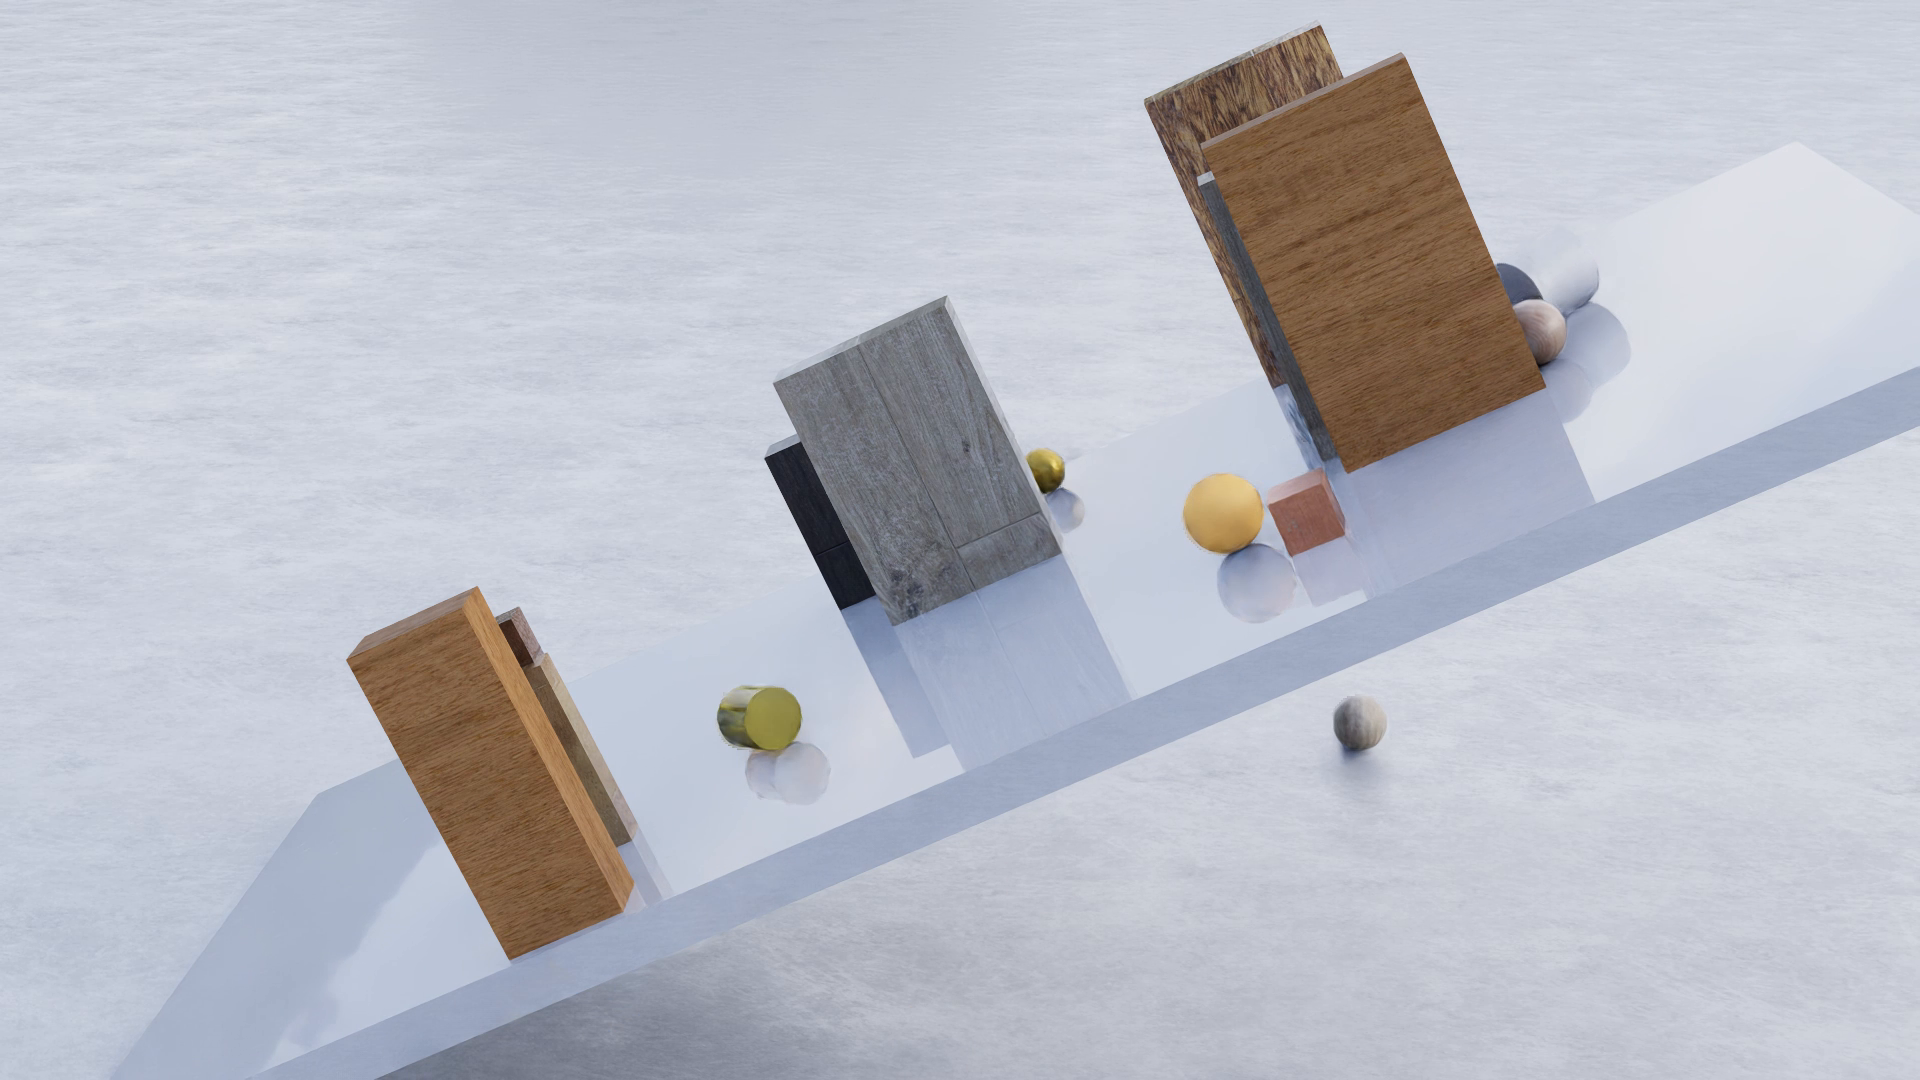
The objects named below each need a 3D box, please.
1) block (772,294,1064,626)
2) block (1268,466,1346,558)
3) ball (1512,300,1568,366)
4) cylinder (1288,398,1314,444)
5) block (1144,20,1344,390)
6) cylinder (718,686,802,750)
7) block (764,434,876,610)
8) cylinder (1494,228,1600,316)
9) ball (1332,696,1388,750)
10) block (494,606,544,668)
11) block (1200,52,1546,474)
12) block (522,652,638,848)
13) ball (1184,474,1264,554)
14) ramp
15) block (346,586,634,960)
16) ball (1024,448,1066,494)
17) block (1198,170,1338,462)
[{"bbox_3d":[-0.088,-0.172,6.462,0.412,0.606,0.122,-24,13,9],"label":"block"},{"bbox_3d":[0.668,-0.055,5.675,0.113,0.113,0.113,-23,13,13],"label":"block"},{"bbox_3d":[1.189,-0.431,6.102,0.138,0.138,0.138,0,16,0],"label":"ball"},{"bbox_3d":[0.785,-0.283,6.347,0.111,0.111,0.111,-32,24,-12],"label":"cylinder"},{"bbox_3d":[0.786,-0.784,6.907,0.442,0.738,0.120,-24,13,9],"label":"block"},{"bbox_3d":[-0.411,0.364,6.036,0.130,0.130,0.130,-9,3,-30],"label":"cylinder"},{"bbox_3d":[-0.197,-0.101,6.843,0.366,0.403,0.121,-24,13,9],"label":"block"},{"bbox_3d":[1.258,-0.557,6.373,0.179,0.179,0.179,-33,31,-28],"label":"cylinder"},{"bbox_3d":[1.104,0.506,8.119,0.150,0.150,0.150,0,16,0],"label":"ball"},{"bbox_3d":[-0.921,0.427,5.929,0.317,0.503,0.086,-24,13,9],"label":"block"},{"bbox_3d":[0.835,-0.554,5.934,0.436,0.730,0.088,-24,13,9],"label":"block"},{"bbox_3d":[-0.847,0.460,5.883,0.243,0.404,0.084,-24,13,9],"label":"block"},{"bbox_3d":[0.523,-0.053,5.838,0.160,0.160,0.160,0,16,0],"label":"ball"},{"bbox_3d":[0.135,0.169,6.282,4.000,0.100,2.000,-24,13,9],"label":"ramp"},{"bbox_3d":[-0.868,0.435,5.475,0.240,0.648,0.141,-24,13,9],"label":"block"},{"bbox_3d":[0.196,-0.164,6.999,0.111,0.111,0.111,0,16,0],"label":"ball"},{"bbox_3d":[0.825,-0.547,6.124,0.435,0.641,0.122,-24,13,9],"label":"block"}]
